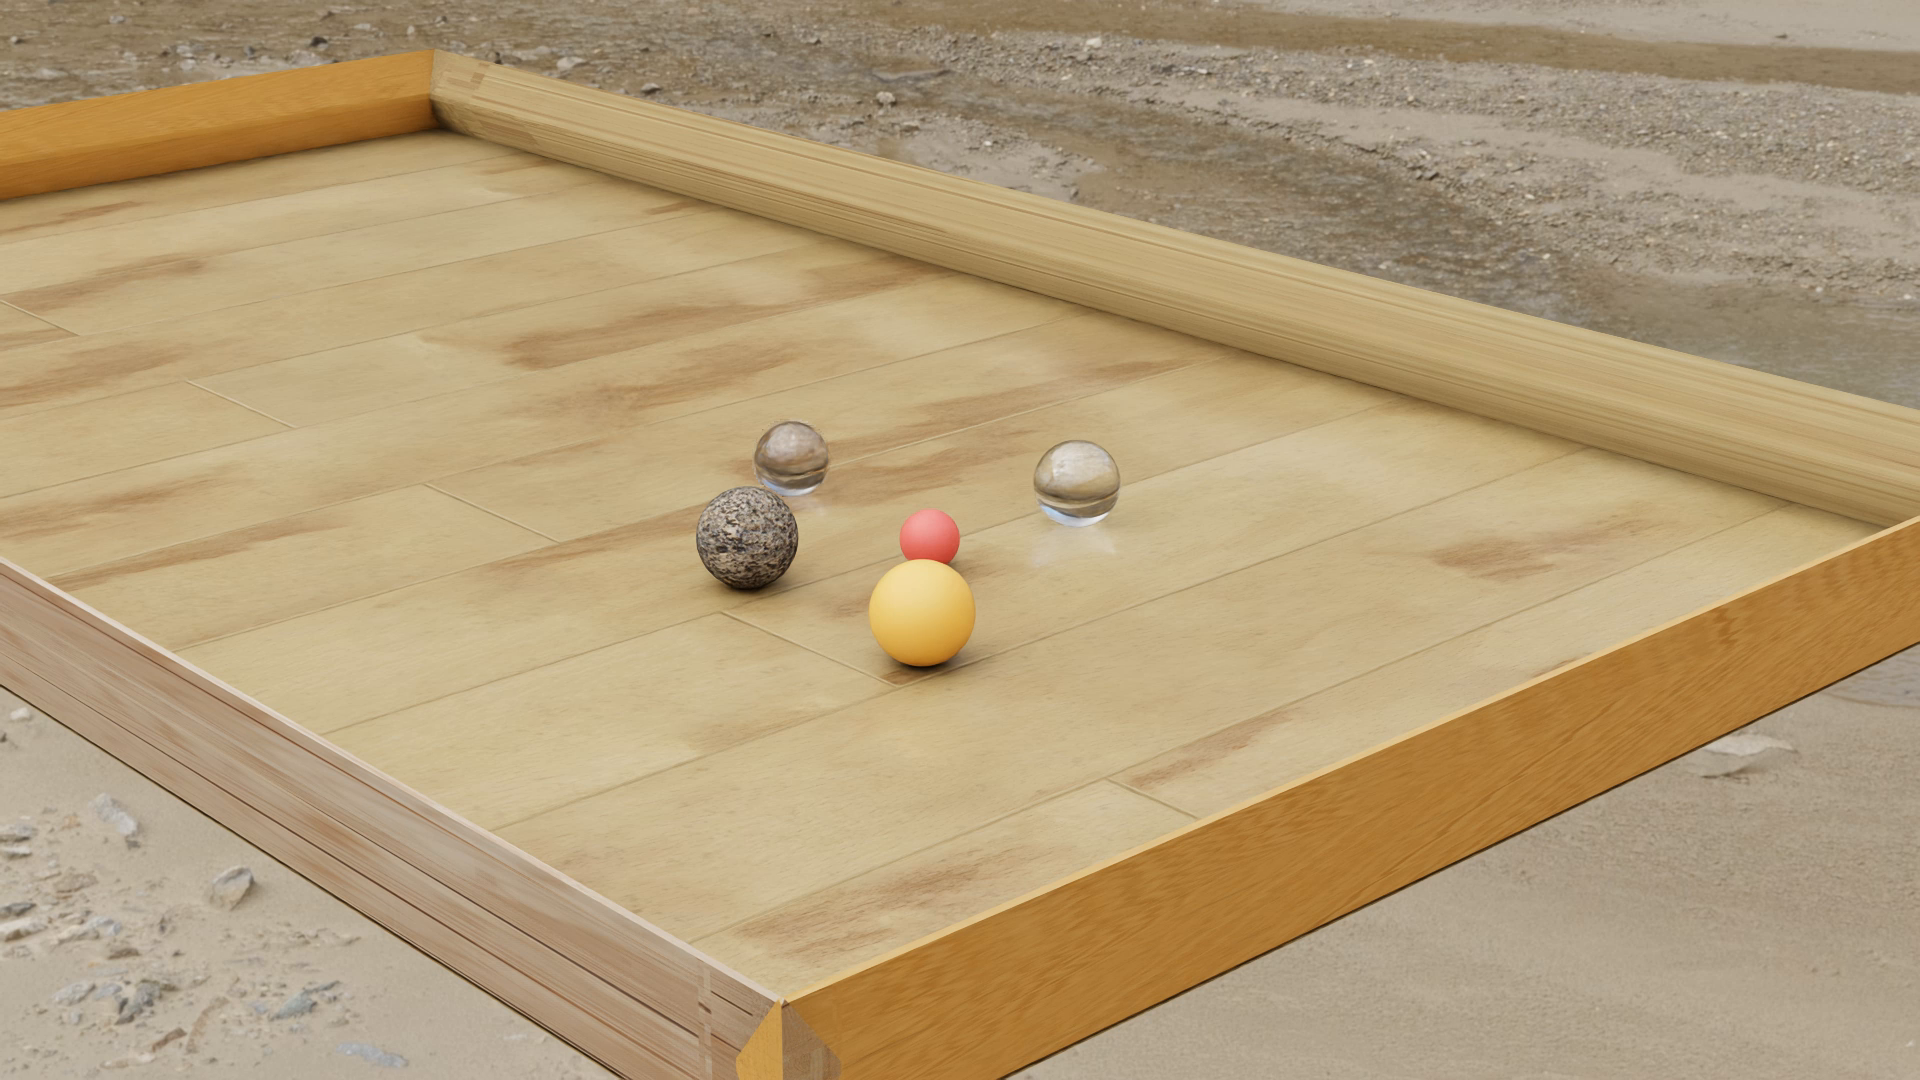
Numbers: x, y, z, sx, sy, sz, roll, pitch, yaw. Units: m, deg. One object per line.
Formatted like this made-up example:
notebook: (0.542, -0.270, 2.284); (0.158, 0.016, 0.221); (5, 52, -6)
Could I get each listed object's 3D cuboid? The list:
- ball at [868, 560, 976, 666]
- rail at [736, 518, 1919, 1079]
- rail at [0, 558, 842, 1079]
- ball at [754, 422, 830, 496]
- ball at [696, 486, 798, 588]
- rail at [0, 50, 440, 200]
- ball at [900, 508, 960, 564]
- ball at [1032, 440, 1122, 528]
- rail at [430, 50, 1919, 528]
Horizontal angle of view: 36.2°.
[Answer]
ball: (-0.033, 0.064, 2.578); (0.094, 0.094, 0.094); (0, 20, 0)
rail: (0.456, 0.149, 2.295); (1.571, 0.125, 0.045); (-17, 26, -39)
rail: (-1.033, -0.020, 2.762); (0.045, 0.125, 2.792); (-17, 26, -39)
ball: (-0.172, -0.083, 3.009); (0.077, 0.077, 0.077); (0, 20, 0)
ball: (-0.199, -0.002, 2.758); (0.096, 0.096, 0.096); (0, 20, 0)
rail: (-1.400, -0.538, 4.197); (1.571, 0.125, 0.045); (-17, 26, -39)
ball: (-0.029, -0.001, 2.810); (0.058, 0.058, 0.058); (0, 20, 0)
ball: (0.116, -0.056, 2.919); (0.088, 0.088, 0.088); (0, 20, 0)
rail: (0.089, -0.370, 3.730); (0.045, 0.125, 2.792); (-17, 26, -39)
